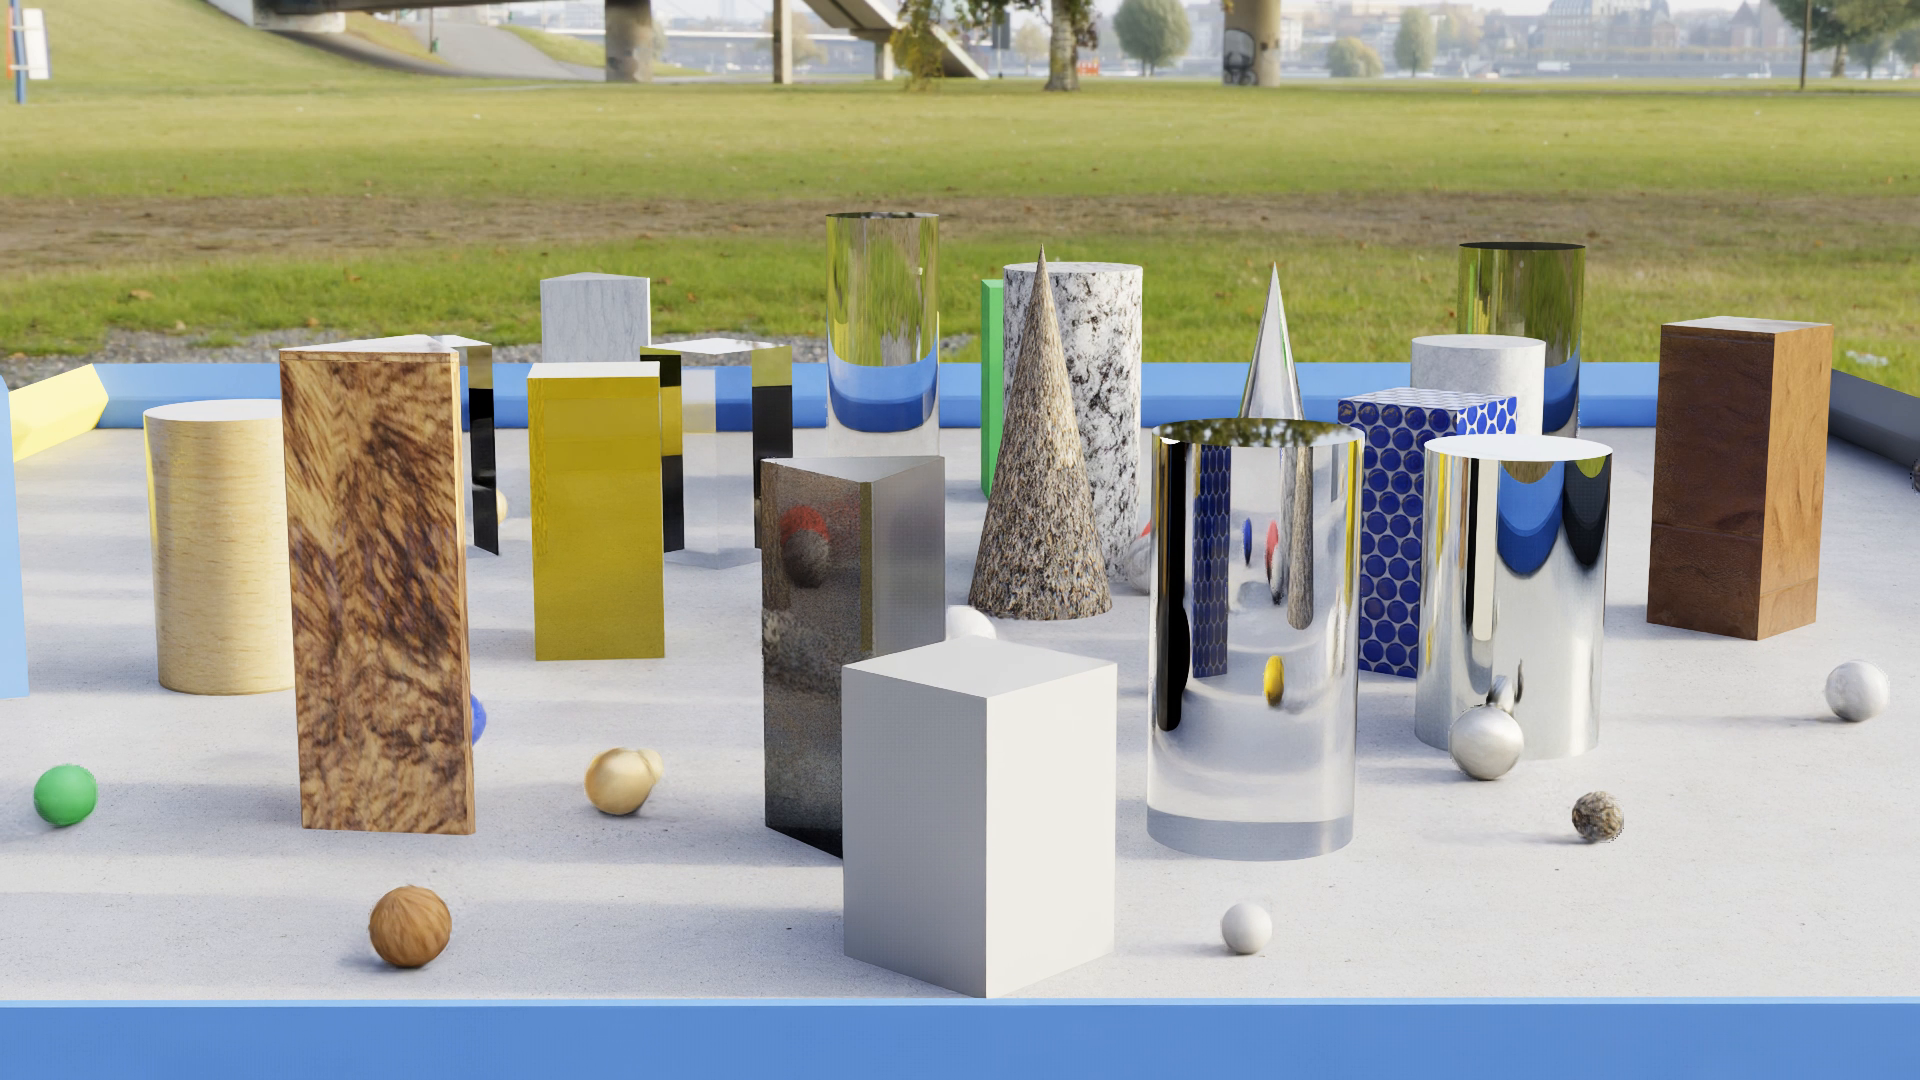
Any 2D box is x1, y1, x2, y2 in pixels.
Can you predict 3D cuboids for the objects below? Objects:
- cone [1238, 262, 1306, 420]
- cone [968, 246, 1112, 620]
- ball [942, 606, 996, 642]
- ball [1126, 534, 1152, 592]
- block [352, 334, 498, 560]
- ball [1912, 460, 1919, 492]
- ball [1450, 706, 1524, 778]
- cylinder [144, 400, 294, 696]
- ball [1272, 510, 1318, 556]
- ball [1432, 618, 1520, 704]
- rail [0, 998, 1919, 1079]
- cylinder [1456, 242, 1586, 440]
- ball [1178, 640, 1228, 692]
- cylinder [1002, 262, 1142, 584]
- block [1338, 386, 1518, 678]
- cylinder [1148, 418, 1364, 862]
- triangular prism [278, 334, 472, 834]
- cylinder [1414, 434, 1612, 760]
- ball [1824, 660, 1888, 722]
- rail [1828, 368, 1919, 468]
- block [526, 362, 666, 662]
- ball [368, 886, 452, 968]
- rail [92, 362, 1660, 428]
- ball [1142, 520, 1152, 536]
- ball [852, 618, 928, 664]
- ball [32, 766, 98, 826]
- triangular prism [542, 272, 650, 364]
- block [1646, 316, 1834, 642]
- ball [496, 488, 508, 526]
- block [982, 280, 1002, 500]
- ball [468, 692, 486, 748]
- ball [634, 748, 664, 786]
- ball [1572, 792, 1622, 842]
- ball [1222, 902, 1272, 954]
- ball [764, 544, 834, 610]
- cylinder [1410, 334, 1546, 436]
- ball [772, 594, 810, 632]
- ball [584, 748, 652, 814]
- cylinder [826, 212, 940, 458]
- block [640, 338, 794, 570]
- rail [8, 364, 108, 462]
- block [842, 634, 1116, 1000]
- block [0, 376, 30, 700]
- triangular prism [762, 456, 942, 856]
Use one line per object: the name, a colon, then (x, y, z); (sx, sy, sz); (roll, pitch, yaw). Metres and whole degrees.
cone: (0.436, -0.161, 3.598); (0.198, 0.459, 0.198); (0, 10, 0)
cone: (0.109, -0.154, 3.461); (0.198, 0.494, 0.198); (0, 10, 0)
ball: (0.000, 0.124, 3.076); (0.089, 0.089, 0.089); (0, 10, 0)
ball: (0.273, 0.032, 3.582); (0.085, 0.085, 0.085); (0, 10, 0)
block: (-0.803, -0.138, 3.855); (0.159, 0.319, 0.159); (-6, 12, -31)
ball: (1.655, -0.108, 4.333); (0.086, 0.086, 0.086); (0, 10, 0)
ball: (0.544, 0.209, 2.651); (0.075, 0.075, 0.075); (0, 10, 0)
cylinder: (-0.864, 0.005, 3.070); (0.198, 0.324, 0.198); (0, 10, 0)
ball: (0.504, -0.011, 3.856); (0.070, 0.070, 0.070); (0, 10, 0)
ball: (0.595, 0.140, 2.958); (0.099, 0.099, 0.099); (0, 10, 0)
rail: (0.010, 0.358, 1.695); (3.505, 0.129, 0.045); (0, 10, 0)
cylinder: (0.900, -0.254, 4.148); (0.198, 0.441, 0.198); (0, 10, 0)
ball: (0.287, 0.148, 3.023); (0.060, 0.060, 0.060); (0, 10, 0)
cylinder: (0.160, -0.171, 3.695); (0.198, 0.443, 0.198); (0, 10, 0)
block: (0.568, -0.011, 3.141); (0.159, 0.329, 0.159); (8, 13, 37)
cylinder: (0.279, 0.089, 2.439); (0.198, 0.388, 0.198); (0, 10, 0)
triangular prism: (-0.543, 0.039, 2.503); (0.172, 0.464, 0.149); (1, 11, 7)
cylinder: (0.600, 0.058, 2.791); (0.198, 0.321, 0.198); (0, 10, 0)
ball: (1.007, 0.170, 2.881); (0.069, 0.069, 0.069); (0, 10, 0)
rail: (1.729, 0.031, 3.459); (0.045, 0.129, 3.614); (0, 10, 0)
block: (-0.455, -0.039, 3.230); (0.159, 0.353, 0.159); (-1, 11, -6)
ball: (-0.449, 0.316, 2.098); (0.067, 0.067, 0.067); (0, 10, 0)
rail: (-0.010, -0.291, 5.202); (3.505, 0.129, 0.045); (0, 10, 0)
ball: (0.307, 0.006, 3.701); (0.093, 0.093, 0.093); (0, 10, 0)
ball: (-0.081, 0.136, 3.008); (0.090, 0.090, 0.090); (0, 10, 0)
ball: (-0.867, 0.248, 2.487); (0.059, 0.059, 0.059); (0, 10, 0)
triangular prism: (-0.606, -0.243, 4.241); (0.172, 0.386, 0.149); (-3, 11, -14)
block: (1.021, -0.085, 3.362); (0.159, 0.395, 0.159); (10, 15, 44)
ball: (-0.754, -0.051, 4.069); (0.071, 0.071, 0.071); (0, 10, 0)
block: (0.122, -0.257, 4.379); (0.159, 0.363, 0.159); (-1, 11, -4)
ball: (-0.544, 0.193, 2.745); (0.073, 0.073, 0.073); (0, 10, 0)
ball: (-0.323, 0.232, 2.620); (0.041, 0.041, 0.041); (0, 10, 0)
ball: (0.606, 0.263, 2.438); (0.047, 0.047, 0.047); (0, 10, 0)
ball: (0.238, 0.322, 2.131); (0.042, 0.042, 0.042); (0, 10, 0)
ball: (-0.216, 0.051, 3.454); (0.094, 0.094, 0.094); (0, 10, 0)
cylinder: (0.781, -0.144, 3.896); (0.198, 0.317, 0.198); (0, 10, 0)
ball: (-0.220, 0.095, 3.341); (0.049, 0.049, 0.049); (0, 10, 0)
ball: (-0.336, 0.237, 2.525); (0.066, 0.066, 0.066); (0, 10, 0)
cylinder: (-0.135, -0.336, 4.516); (0.198, 0.469, 0.198); (0, 10, 0)
block: (-0.362, -0.132, 3.832); (0.159, 0.317, 0.159); (9, 14, 40)
rail: (-1.729, 0.035, 3.439); (0.045, 0.129, 3.614); (0, 10, 0)
block: (0.016, 0.222, 2.110); (0.159, 0.246, 0.159); (9, 14, 42)
block: (-1.192, -0.002, 3.008); (0.159, 0.360, 0.159); (-4, 11, -23)
triangular prism: (-0.077, 0.104, 2.437); (0.149, 0.359, 0.172); (-8, 13, -36)
